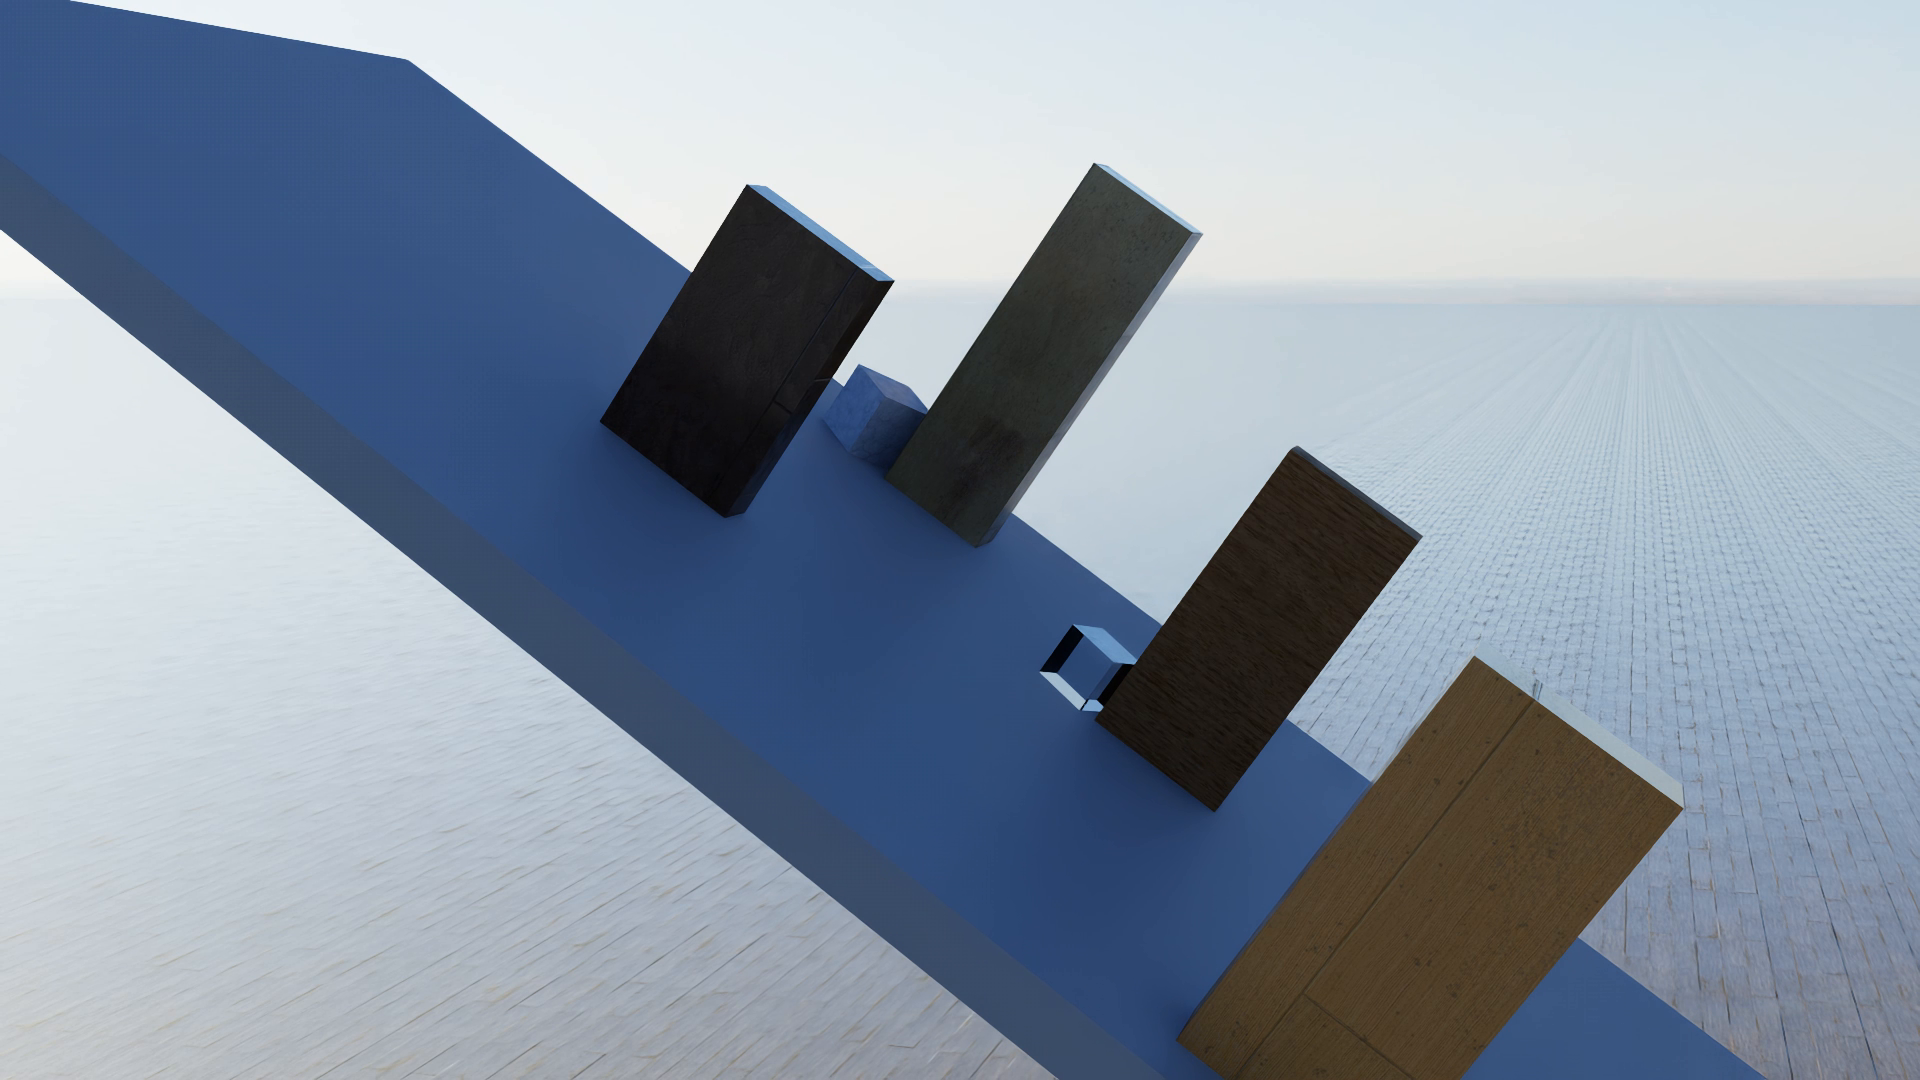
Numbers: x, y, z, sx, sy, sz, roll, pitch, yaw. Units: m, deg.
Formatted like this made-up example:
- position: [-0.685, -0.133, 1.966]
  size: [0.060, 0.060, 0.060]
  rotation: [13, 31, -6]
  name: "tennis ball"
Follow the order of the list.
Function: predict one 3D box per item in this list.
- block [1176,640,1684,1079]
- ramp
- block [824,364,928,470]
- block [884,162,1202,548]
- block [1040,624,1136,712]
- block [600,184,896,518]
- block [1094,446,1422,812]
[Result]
- position: [0.645, 0.520, 3.053]
  size: [0.331, 0.695, 0.140]
  rotation: [37, 16, 10]
  name: "block"
- position: [-0.096, 0.170, 4.085]
  size: [4.000, 0.100, 2.000]
  rotation: [37, 16, 10]
  name: "ramp"
- position: [-0.175, -0.262, 4.759]
  size: [0.147, 0.147, 0.147]
  rotation: [22, 20, -38]
  name: "block"
- position: [0.170, -0.381, 4.597]
  size: [0.249, 0.797, 0.121]
  rotation: [37, 16, 10]
  name: "block"
- position: [0.249, 0.244, 4.169]
  size: [0.114, 0.114, 0.114]
  rotation: [43, 18, 29]
  name: "block"
- position: [-0.377, -0.331, 3.870]
  size: [0.290, 0.505, 0.092]
  rotation: [37, 16, 10]
  name: "block"
- position: [0.544, 0.165, 4.042]
  size: [0.280, 0.629, 0.084]
  rotation: [37, 16, 10]
  name: "block"
